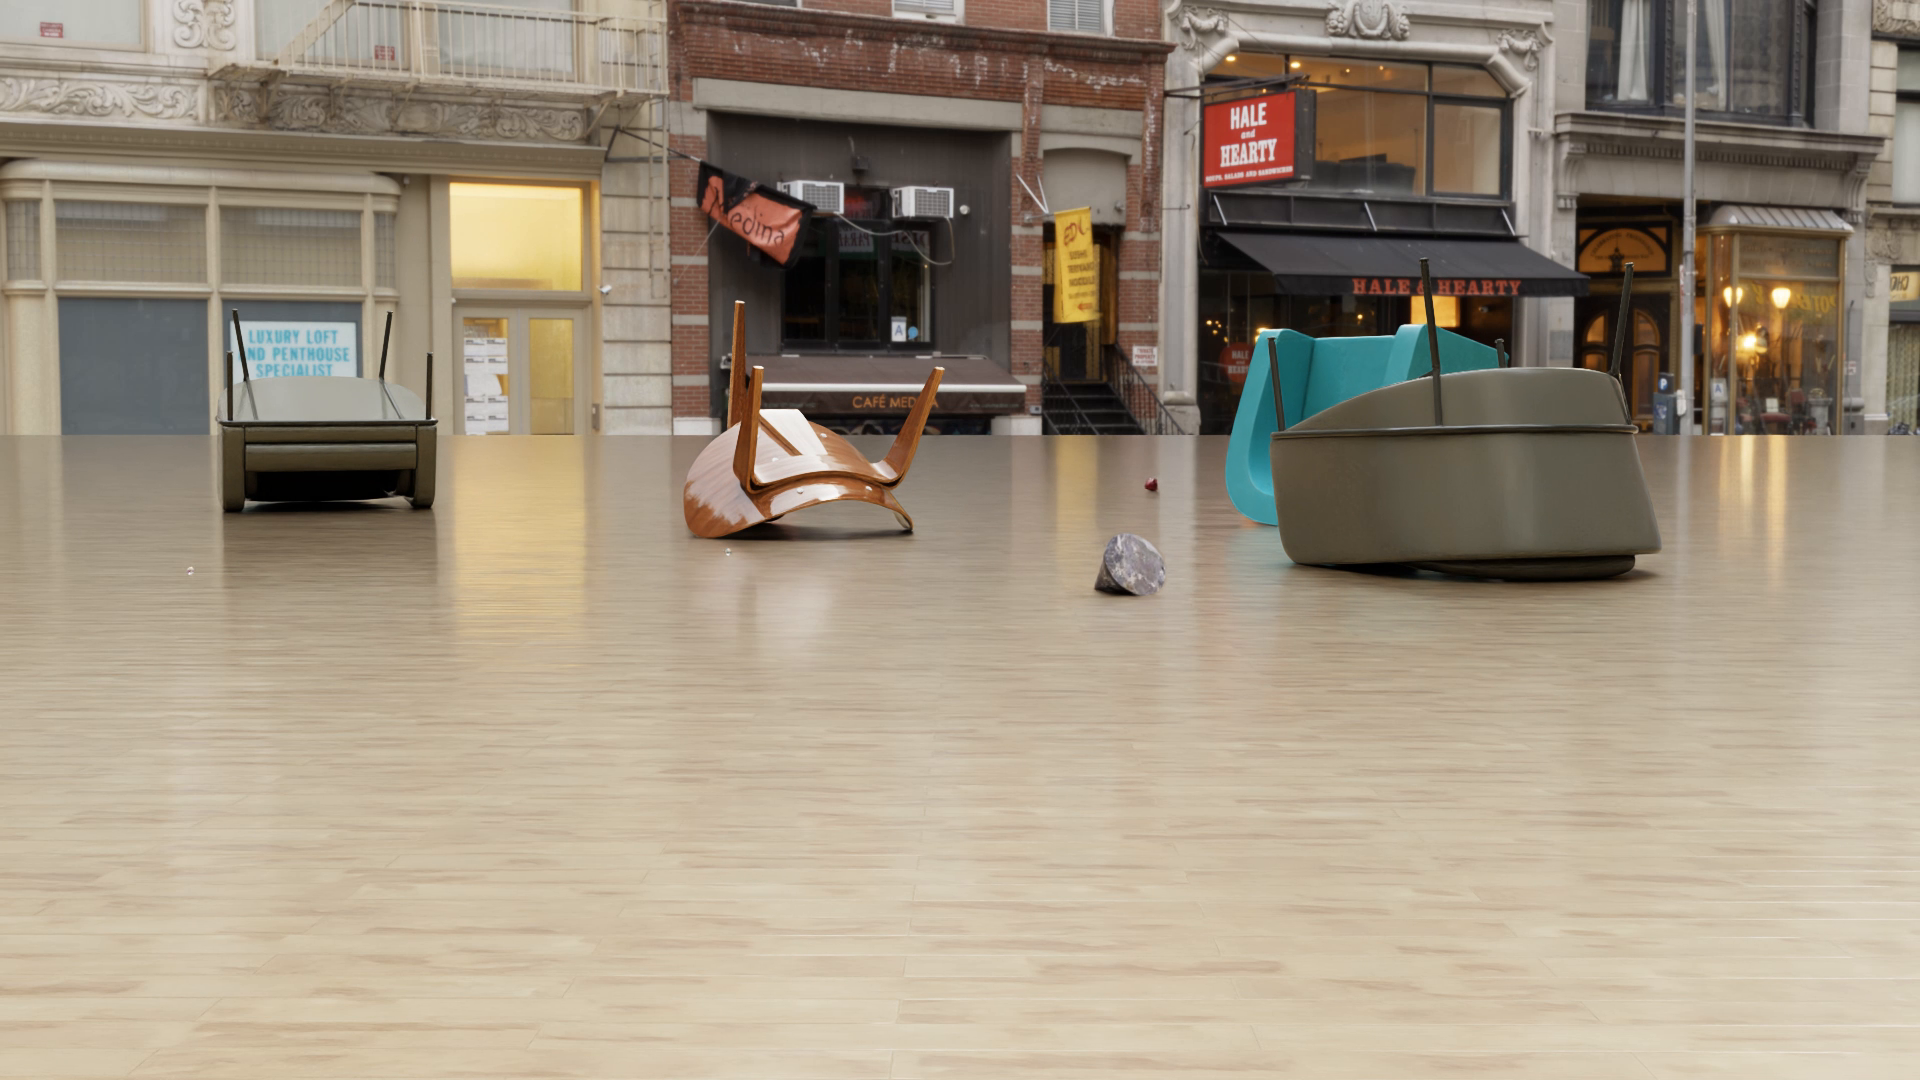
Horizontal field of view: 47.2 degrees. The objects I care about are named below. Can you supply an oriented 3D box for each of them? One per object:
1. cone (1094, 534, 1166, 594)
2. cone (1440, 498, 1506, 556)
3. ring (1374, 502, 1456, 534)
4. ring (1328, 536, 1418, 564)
[{"bbox_3d":[0.343,0.081,4.884,0.157,0.133,0.185,31,-29,-15],"label":"cone"},{"bbox_3d":[1.423,0.001,5.973,0.154,0.168,0.197,41,2,35],"label":"cone"},{"bbox_3d":[1.436,-0.071,6.917,0.264,0.092,0.272,0,5,-15],"label":"ring"},{"bbox_3d":[1.081,0.025,5.750,0.218,0.060,0.352,3,4,27],"label":"ring"}]
